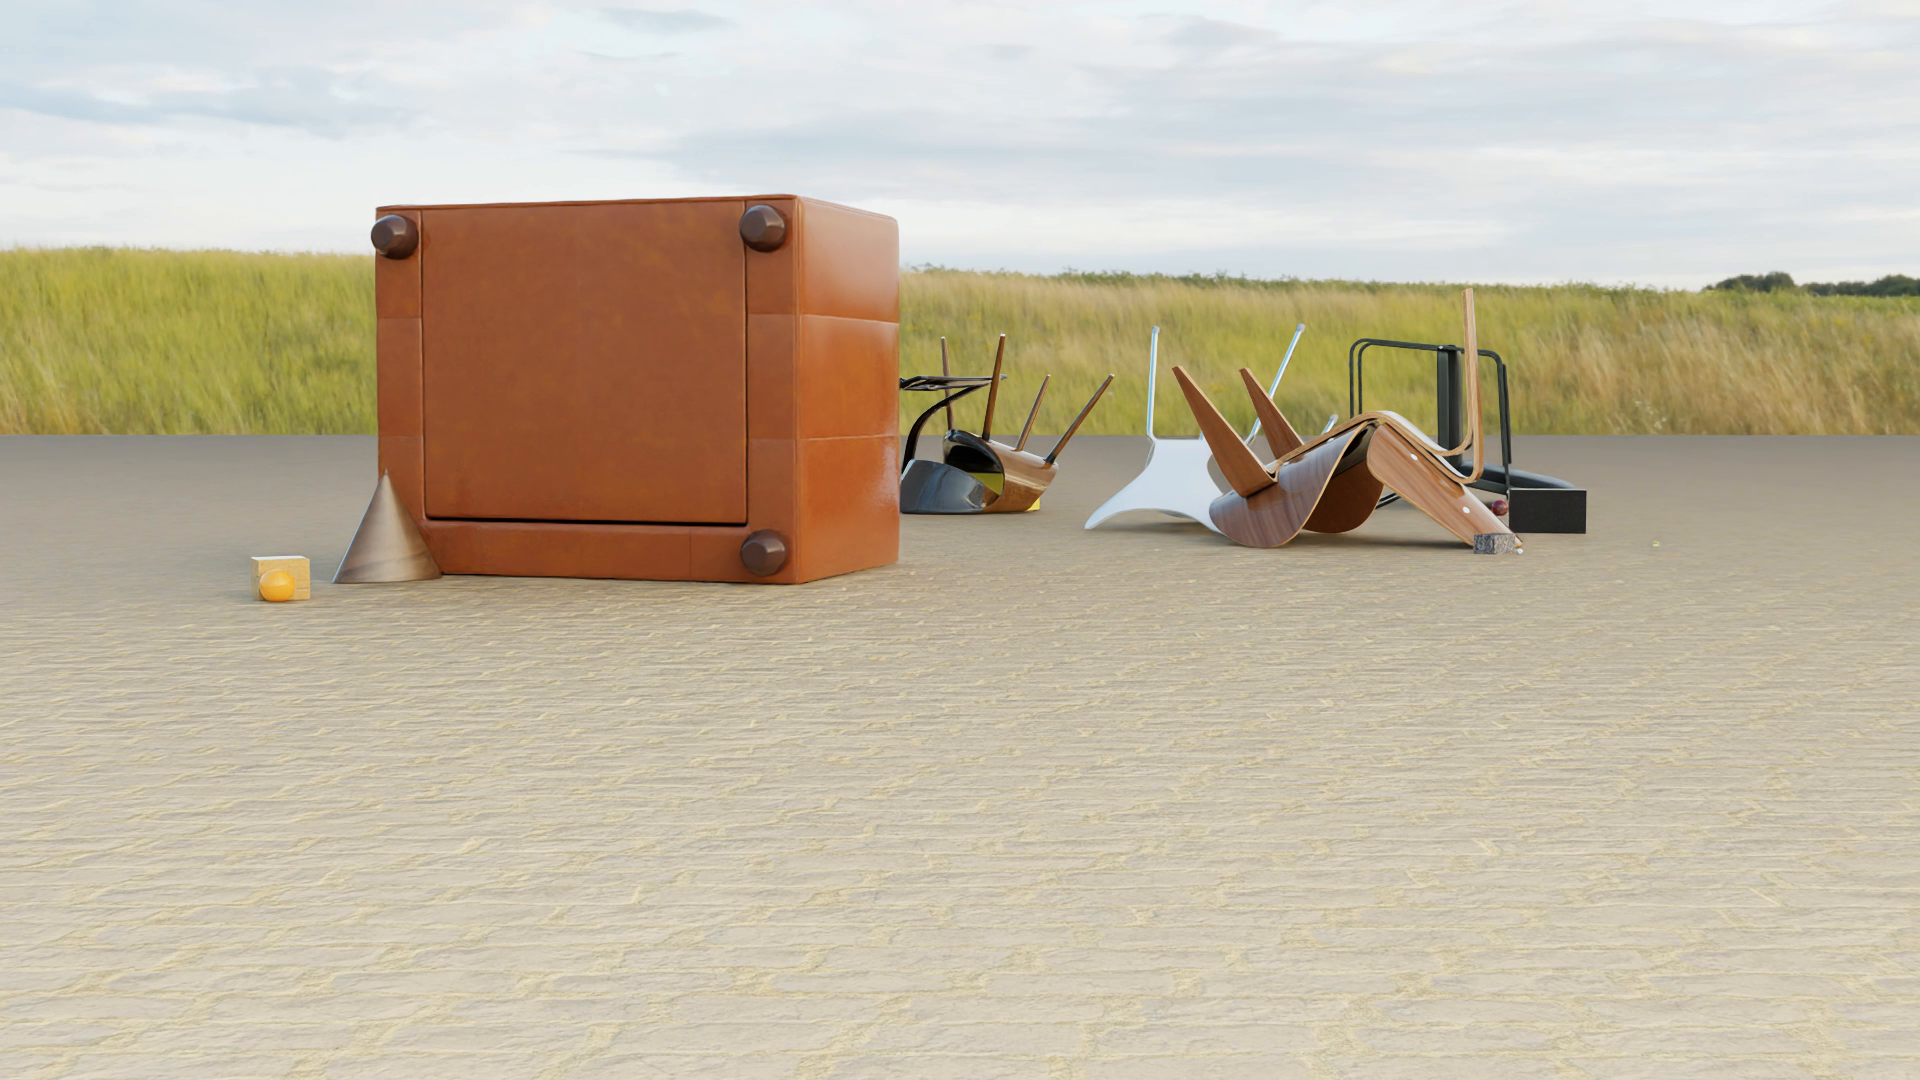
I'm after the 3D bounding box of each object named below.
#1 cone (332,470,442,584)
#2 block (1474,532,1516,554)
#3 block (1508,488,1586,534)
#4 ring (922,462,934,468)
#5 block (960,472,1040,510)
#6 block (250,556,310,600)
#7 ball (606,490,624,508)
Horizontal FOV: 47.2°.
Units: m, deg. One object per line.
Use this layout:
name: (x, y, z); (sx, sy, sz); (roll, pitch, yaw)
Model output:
cone: (-1.343, -0.037, 5.155); (0.275, 0.265, 0.125); (-3, 5, -39)
block: (1.465, 0.010, 6.028); (0.062, 0.051, 0.118); (3, 5, 41)
block: (1.837, -0.091, 6.882); (0.232, 0.135, 0.080); (1, 4, 12)
ring: (-0.188, -0.436, 12.660); (0.072, 0.033, 0.066); (-1, 6, -34)
block: (0.147, -0.184, 8.232); (0.252, 0.136, 0.165); (2, 5, 30)
block: (-1.464, 0.082, 4.735); (0.105, 0.085, 0.103); (-2, 4, -27)
ball: (-1.309, -0.157, 8.343); (0.068, 0.068, 0.068); (0, 4, 0)
